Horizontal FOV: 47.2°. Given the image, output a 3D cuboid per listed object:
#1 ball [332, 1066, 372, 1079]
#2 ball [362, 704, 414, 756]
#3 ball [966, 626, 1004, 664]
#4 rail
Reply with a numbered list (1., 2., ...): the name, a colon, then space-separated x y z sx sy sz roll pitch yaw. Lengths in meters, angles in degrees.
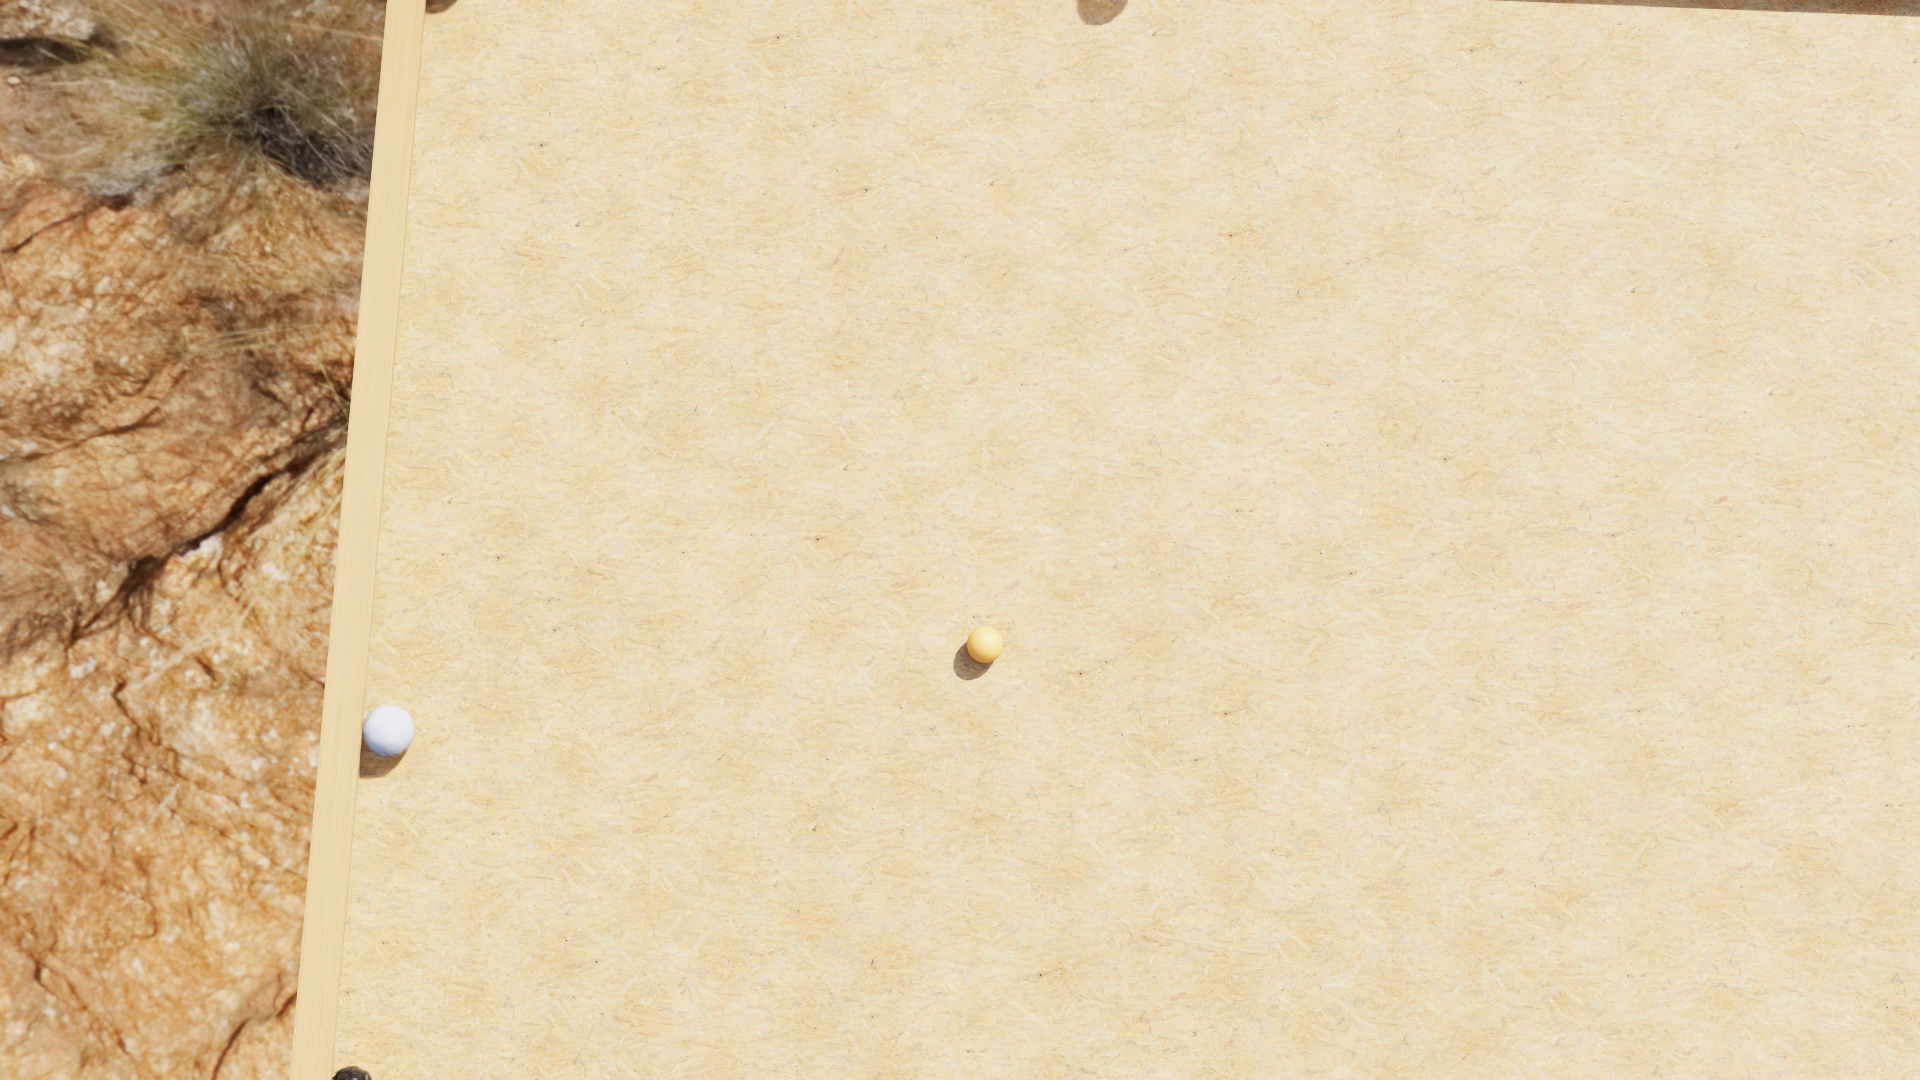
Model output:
1. ball: -0.872 0.783 3.152 0.059 0.059 0.059 0 80 0
2. ball: -0.840 0.280 3.232 0.075 0.075 0.075 0 80 0
3. ball: 0.037 0.155 3.264 0.054 0.054 0.054 0 80 0
4. rail: -0.885 -0.038 3.275 0.045 0.097 1.968 2 80 0
